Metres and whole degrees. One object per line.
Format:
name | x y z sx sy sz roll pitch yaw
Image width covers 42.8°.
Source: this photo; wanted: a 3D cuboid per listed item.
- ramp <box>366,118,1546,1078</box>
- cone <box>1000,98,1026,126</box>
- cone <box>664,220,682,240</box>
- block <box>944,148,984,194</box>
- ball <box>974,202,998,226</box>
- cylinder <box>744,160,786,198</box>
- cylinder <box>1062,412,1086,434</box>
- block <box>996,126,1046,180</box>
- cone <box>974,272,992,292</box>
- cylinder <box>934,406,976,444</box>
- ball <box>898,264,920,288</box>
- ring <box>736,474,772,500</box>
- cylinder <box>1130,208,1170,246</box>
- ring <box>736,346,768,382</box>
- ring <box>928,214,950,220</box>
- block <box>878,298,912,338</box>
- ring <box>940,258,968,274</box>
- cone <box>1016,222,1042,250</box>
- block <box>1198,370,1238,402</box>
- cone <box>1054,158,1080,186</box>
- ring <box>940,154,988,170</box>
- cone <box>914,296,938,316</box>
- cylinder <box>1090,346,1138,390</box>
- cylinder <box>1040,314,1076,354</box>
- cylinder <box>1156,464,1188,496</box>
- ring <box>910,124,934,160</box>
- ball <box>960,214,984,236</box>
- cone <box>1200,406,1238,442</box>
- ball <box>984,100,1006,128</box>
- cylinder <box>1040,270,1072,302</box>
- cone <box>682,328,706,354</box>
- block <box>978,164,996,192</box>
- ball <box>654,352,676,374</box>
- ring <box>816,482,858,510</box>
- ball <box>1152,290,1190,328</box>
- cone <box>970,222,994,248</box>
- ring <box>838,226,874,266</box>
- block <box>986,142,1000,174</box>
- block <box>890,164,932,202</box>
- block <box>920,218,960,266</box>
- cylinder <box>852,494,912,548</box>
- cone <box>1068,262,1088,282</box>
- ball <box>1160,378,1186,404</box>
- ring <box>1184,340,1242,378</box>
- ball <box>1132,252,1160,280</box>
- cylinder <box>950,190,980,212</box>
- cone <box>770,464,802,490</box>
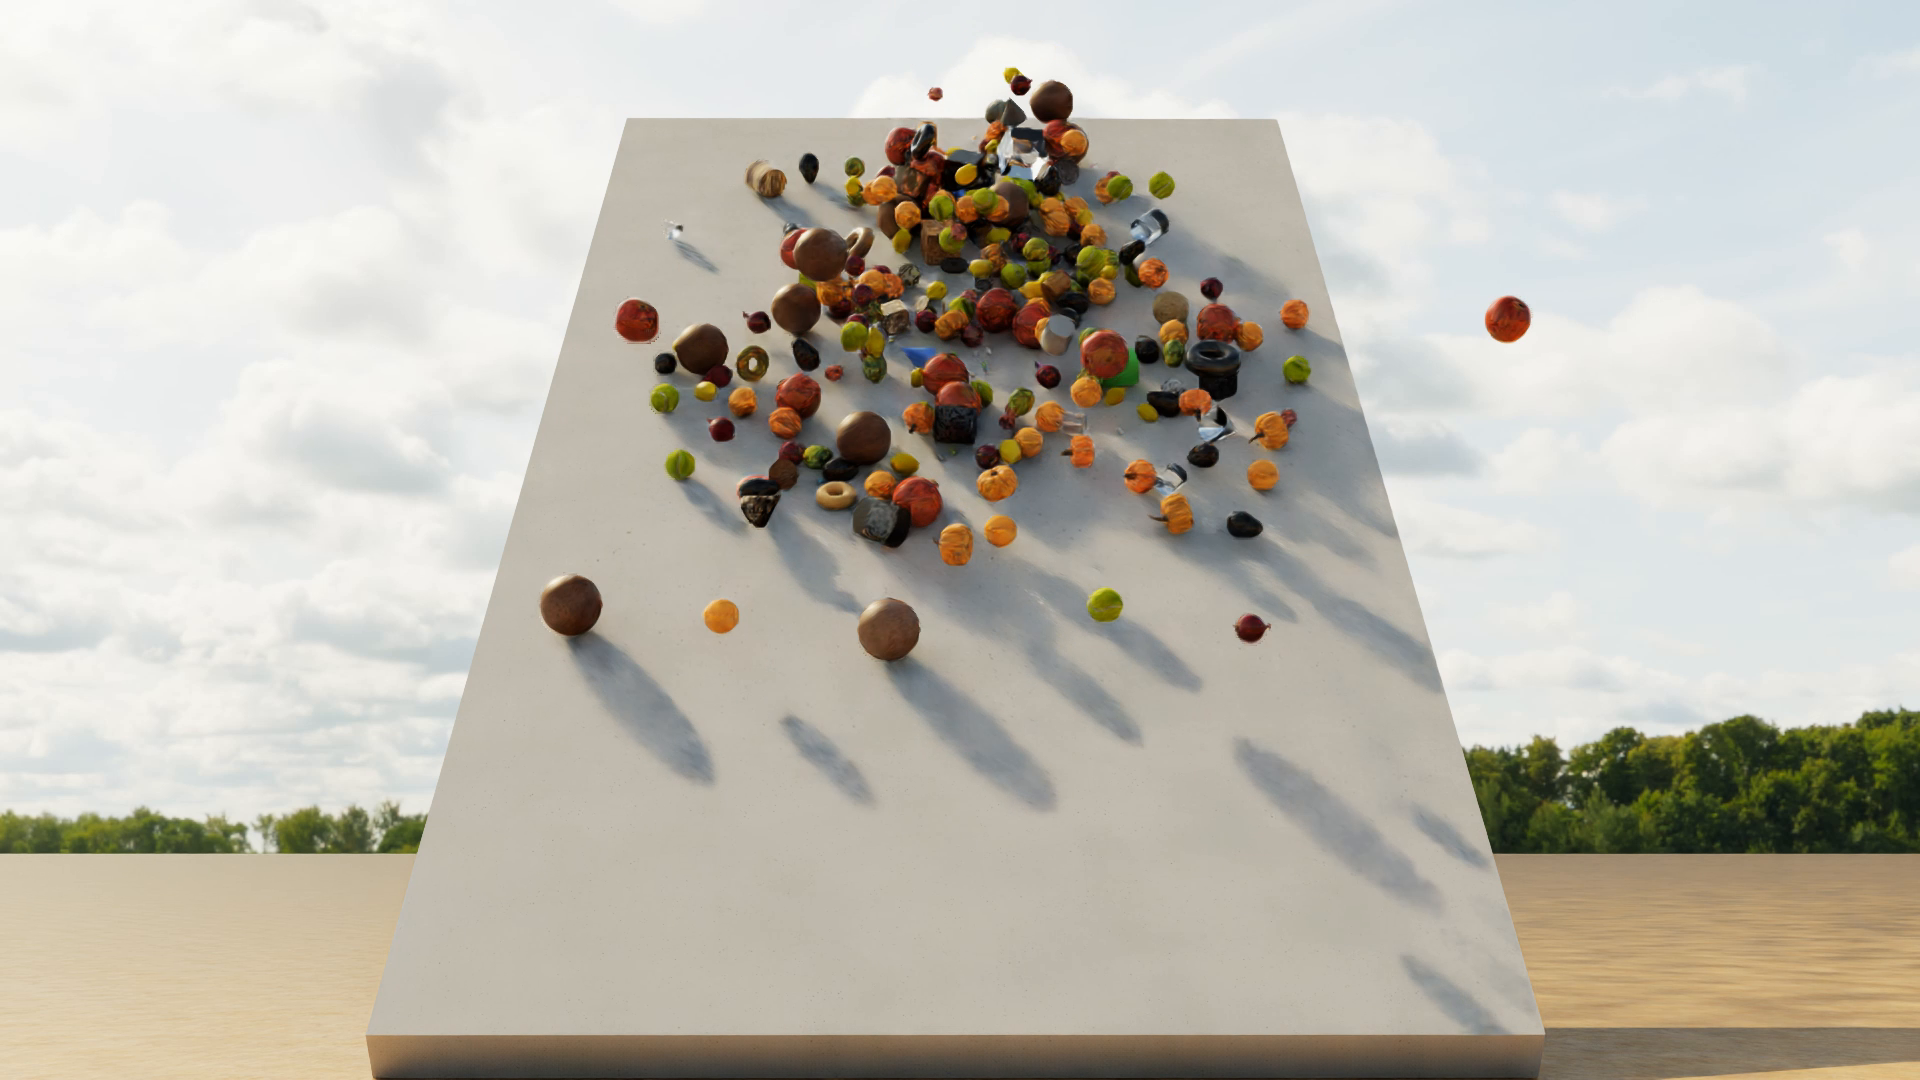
ramp | -0.015 -0.187 5.869 2.000 0.100 4.000 0 32 0
cone | 0.145 -1.220 6.914 0.074 0.074 0.074 -2 -46 14
cone | -0.805 -0.869 6.779 0.055 0.055 0.055 -39 -13 -11
block | 0.013 -1.046 6.946 0.086 0.086 0.086 13 34 17
ball | 0.074 -0.910 6.843 0.069 0.069 0.069 0 -7 0
cylinder | -0.559 -1.035 7.027 0.087 0.087 0.087 6 21 -41
cylinder | 0.274 -0.279 5.860 0.051 0.051 0.051 5 -6 11
block | 0.171 -1.072 6.787 0.098 0.098 0.098 6 -35 -21
cone | 0.050 -0.686 6.543 0.053 0.053 0.053 4 0 -29
cylinder | -0.011 -0.272 5.799 0.090 0.090 0.090 3 -7 8
ball | -0.137 -0.705 6.537 0.062 0.062 0.062 0 -7 0
ring | -0.473 -0.117 5.628 0.083 0.083 0.028 -1 -45 7
cylinder | 0.525 -0.866 6.774 0.077 0.077 0.077 -36 14 -33
ring | -0.516 -0.438 6.083 0.093 0.093 0.031 6 8 -41
ring | -0.062 -0.859 6.780 0.104 0.104 0.035 -3 -41 23
block | -0.170 -0.573 6.316 0.063 0.063 0.063 -20 36 -10
ring | -0.014 -0.744 6.634 0.075 0.025 0.075 1 32 -1
cone | 0.177 -0.815 6.583 0.071 0.071 0.071 1 2 -8
block | 0.637 -0.392 6.042 0.066 0.066 0.066 -22 38 -31
cone | 0.293 -1.070 7.132 0.082 0.082 0.082 3 1 -22
ring | 0.012 -1.094 7.120 0.141 0.047 0.141 -2 -1 0
cone | -0.079 -0.599 6.364 0.057 0.057 0.057 24 -20 -33
cylinder | 0.383 -0.427 6.068 0.095 0.095 0.095 -8 -5 -12
cylinder | 0.237 -0.499 5.952 0.070 0.070 0.070 2 -35 -18
cylinder | 0.487 -0.138 5.642 0.054 0.054 0.054 -8 31 47
ring | -0.106 -1.126 6.916 0.036 0.109 0.109 23 -15 -18
ball | 0.036 -0.873 6.799 0.066 0.066 0.066 0 -7 0
cone | 0.637 -0.269 5.870 0.089 0.089 0.089 11 -12 -39
ball | 0.114 -1.249 7.178 0.082 0.082 0.082 0 -7 0
cylinder | 0.245 -0.649 6.263 0.058 0.058 0.058 -42 8 -20
cone | -0.681 -0.518 6.214 0.065 0.065 0.065 -1 -36 5
block | 0.069 -1.041 7.041 0.067 0.067 0.067 4 -2 4
ball | -0.736 -0.441 6.120 0.056 0.056 0.056 0 -7 0
ring | -0.282 -0.102 5.609 0.095 0.032 0.095 -1 31 0
ball | 0.546 -0.598 6.340 0.096 0.096 0.096 0 -7 0
cone | 0.068 -0.840 6.780 0.072 0.072 0.072 -2 5 12
ring | -0.283 -0.796 6.646 0.042 0.125 0.125 40 -28 -28
block | 0.133 -1.113 7.132 0.070 0.070 0.070 -6 -14 -47
block | -0.137 -0.988 6.784 0.073 0.073 0.073 23 1 -33
block | -0.053 -0.814 6.678 0.092 0.092 0.092 -6 35 -10
cylinder | -0.174 -0.041 5.455 0.094 0.094 0.094 23 6 30
cone | 0.302 -0.706 6.572 0.059 0.059 0.059 -32 -6 -4
ball | 0.522 -0.364 5.998 0.065 0.065 0.065 0 -7 0
ring | 0.620 -0.445 6.020 0.143 0.048 0.143 0 33 0
ball | 0.485 -0.715 6.390 0.070 0.070 0.070 0 -7 0
cylinder | 0.015 -0.961 6.940 0.060 0.060 0.060 -10 -1 -31
cone | -0.397 -0.153 5.688 0.072 0.072 0.072 -1 16 8
